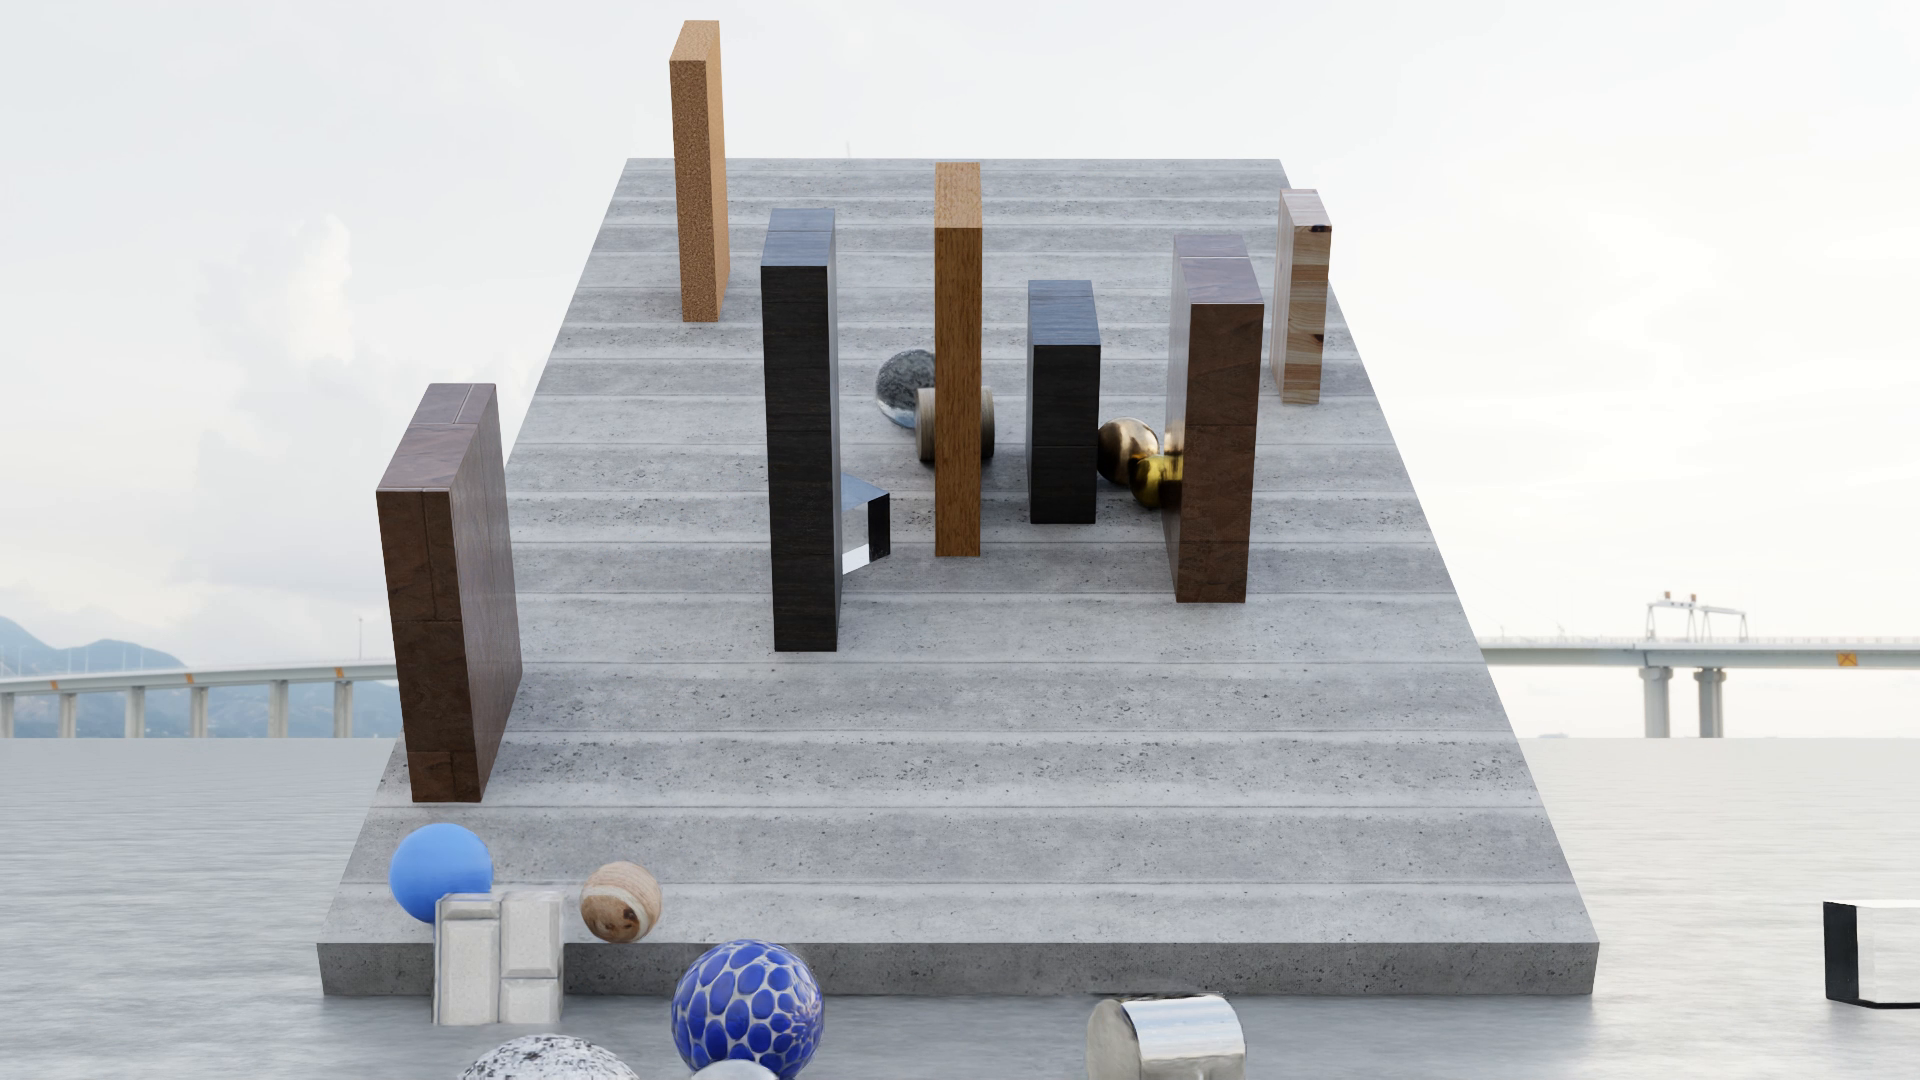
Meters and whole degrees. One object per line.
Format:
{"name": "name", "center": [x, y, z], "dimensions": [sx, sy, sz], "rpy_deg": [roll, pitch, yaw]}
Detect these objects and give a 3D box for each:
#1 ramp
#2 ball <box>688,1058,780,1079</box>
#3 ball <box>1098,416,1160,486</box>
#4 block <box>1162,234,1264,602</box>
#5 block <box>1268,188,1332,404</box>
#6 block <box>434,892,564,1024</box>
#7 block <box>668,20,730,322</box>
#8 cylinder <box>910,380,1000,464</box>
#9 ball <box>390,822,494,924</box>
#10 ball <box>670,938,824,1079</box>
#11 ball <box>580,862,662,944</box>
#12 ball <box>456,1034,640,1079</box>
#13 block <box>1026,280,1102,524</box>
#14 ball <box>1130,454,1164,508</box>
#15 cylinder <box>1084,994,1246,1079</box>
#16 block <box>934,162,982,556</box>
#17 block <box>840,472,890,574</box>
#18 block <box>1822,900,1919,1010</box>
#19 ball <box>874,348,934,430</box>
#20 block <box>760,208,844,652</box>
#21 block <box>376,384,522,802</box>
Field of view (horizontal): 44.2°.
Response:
{"name": "ramp", "center": [-0.010, -0.227, 5.496], "dimensions": [2.000, 0.100, 4.000], "rpy_deg": [0, 27, 0]}
{"name": "ball", "center": [-0.208, 0.534, 2.174], "dimensions": [0.113, 0.113, 0.113], "rpy_deg": [0, -5, 0]}
{"name": "ball", "center": [0.361, -0.194, 5.154], "dimensions": [0.150, 0.150, 0.150], "rpy_deg": [0, -5, 0]}
{"name": "block", "center": [0.497, -0.244, 4.718], "dimensions": [0.136, 0.632, 0.383], "rpy_deg": [0, 27, 0]}
{"name": "block", "center": [0.802, -0.577, 5.593], "dimensions": [0.086, 0.441, 0.264], "rpy_deg": [0, 27, 0]}
{"name": "block", "center": [-0.668, 0.606, 3.444], "dimensions": [0.172, 0.172, 0.172], "rpy_deg": [1, -4, -7]}
{"name": "block", "center": [-0.662, -0.945, 6.053], "dimensions": [0.089, 0.678, 0.385], "rpy_deg": [0, 27, 0]}
{"name": "cylinder", "center": [-0.013, -0.260, 5.271], "dimensions": [0.162, 0.162, 0.162], "rpy_deg": [10, -7, -13]}
{"name": "ball", "center": [-0.794, 0.511, 3.627], "dimensions": [0.155, 0.155, 0.155], "rpy_deg": [0, -5, 0]}
{"name": "ball", "center": [-0.243, 0.546, 2.711], "dimensions": [0.175, 0.175, 0.175], "rpy_deg": [0, -5, 0]}
{"name": "ball", "center": [-0.512, 0.547, 3.571], "dimensions": [0.123, 0.123, 0.123], "rpy_deg": [0, -5, 0]}
{"name": "ball", "center": [-0.318, 0.471, 1.817], "dimensions": [0.180, 0.180, 0.180], "rpy_deg": [0, -5, 0]}
{"name": "block", "center": [0.217, -0.300, 5.079], "dimensions": [0.137, 0.407, 0.375], "rpy_deg": [0, 27, 0]}
{"name": "ball", "center": [0.420, -0.126, 5.056], "dimensions": [0.116, 0.116, 0.116], "rpy_deg": [0, -5, 0]}
{"name": "cylinder", "center": [0.221, 0.557, 2.556], "dimensions": [0.127, 0.127, 0.127], "rpy_deg": [2, -5, -25]}
{"name": "block", "center": [-0.005, -0.375, 4.889], "dimensions": [0.092, 0.710, 0.408], "rpy_deg": [0, 27, 0]}
{"name": "block", "center": [-0.242, -0.034, 4.844], "dimensions": [0.140, 0.140, 0.140], "rpy_deg": [-24, 35, -39]}
{"name": "block", "center": [1.428, 0.631, 3.614], "dimensions": [0.151, 0.151, 0.151], "rpy_deg": [1, -5, -8]}
{"name": "ball", "center": [-0.103, -0.345, 5.412], "dimensions": [0.185, 0.185, 0.185], "rpy_deg": [0, -5, 0]}
{"name": "block", "center": [-0.294, -0.205, 4.473], "dimensions": [0.118, 0.778, 0.312], "rpy_deg": [0, 27, 0]}
{"name": "block", "center": [-0.876, 0.086, 4.104], "dimensions": [0.117, 0.588, 0.443], "rpy_deg": [0, 27, 0]}
